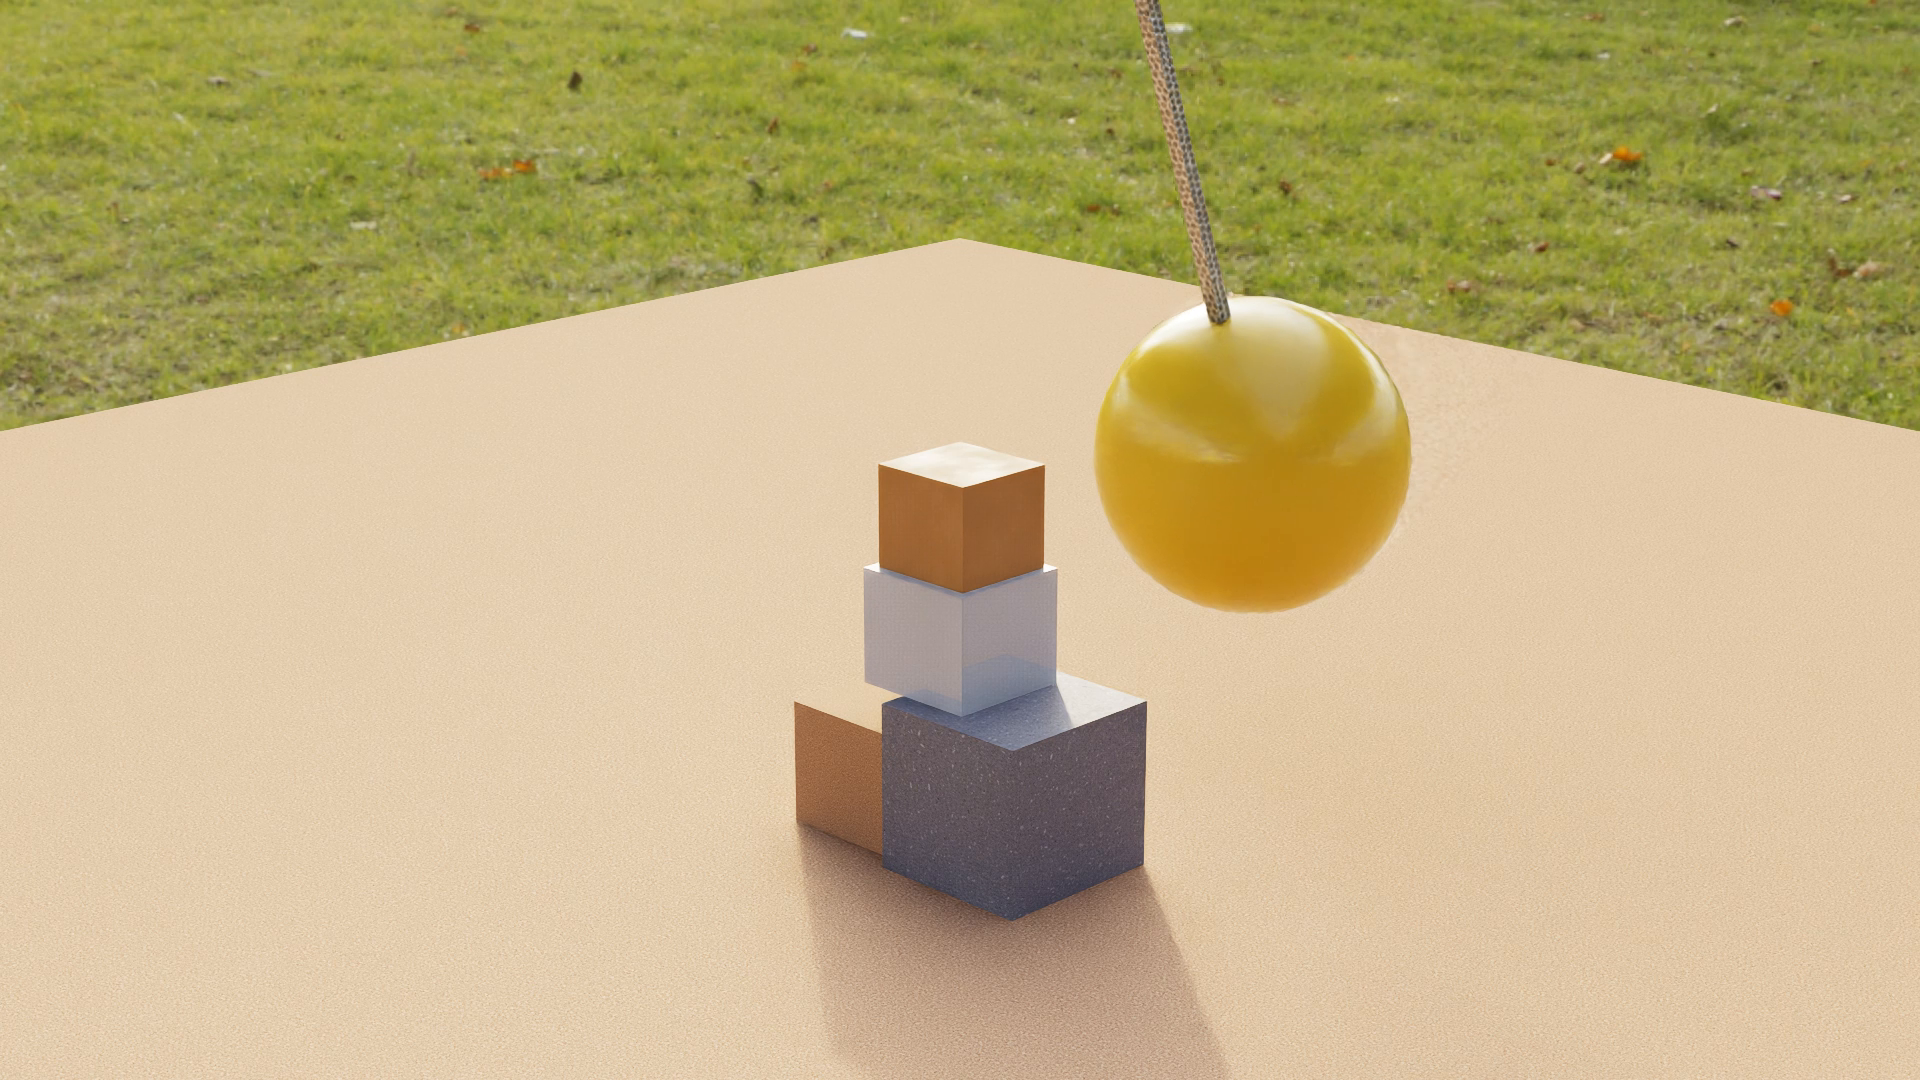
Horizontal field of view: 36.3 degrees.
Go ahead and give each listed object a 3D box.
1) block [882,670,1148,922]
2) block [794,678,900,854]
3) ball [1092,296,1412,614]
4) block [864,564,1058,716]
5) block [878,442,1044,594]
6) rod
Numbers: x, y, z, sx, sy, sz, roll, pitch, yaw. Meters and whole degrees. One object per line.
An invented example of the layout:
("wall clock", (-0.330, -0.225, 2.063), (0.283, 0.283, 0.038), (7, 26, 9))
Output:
("block", (0.247, 1.121, 13.430), (0.880, 0.808, 0.827), (-17, 24, -42))
("block", (-0.297, 1.053, 13.982), (0.688, 0.607, 0.696), (-17, 24, -42))
("ball", (1.467, -0.425, 14.746), (1.600, 1.600, 1.600), (0, 17, 0))
("block", (0.003, 0.393, 13.468), (0.619, 0.559, 0.635), (-17, 24, -42))
("block", (0.007, -0.109, 13.315), (0.524, 0.490, 0.541), (-17, 24, -42))
("rod", (0.636, -3.219, 12.996), (0.080, 5.200, 0.080), (17, 44, 42))
